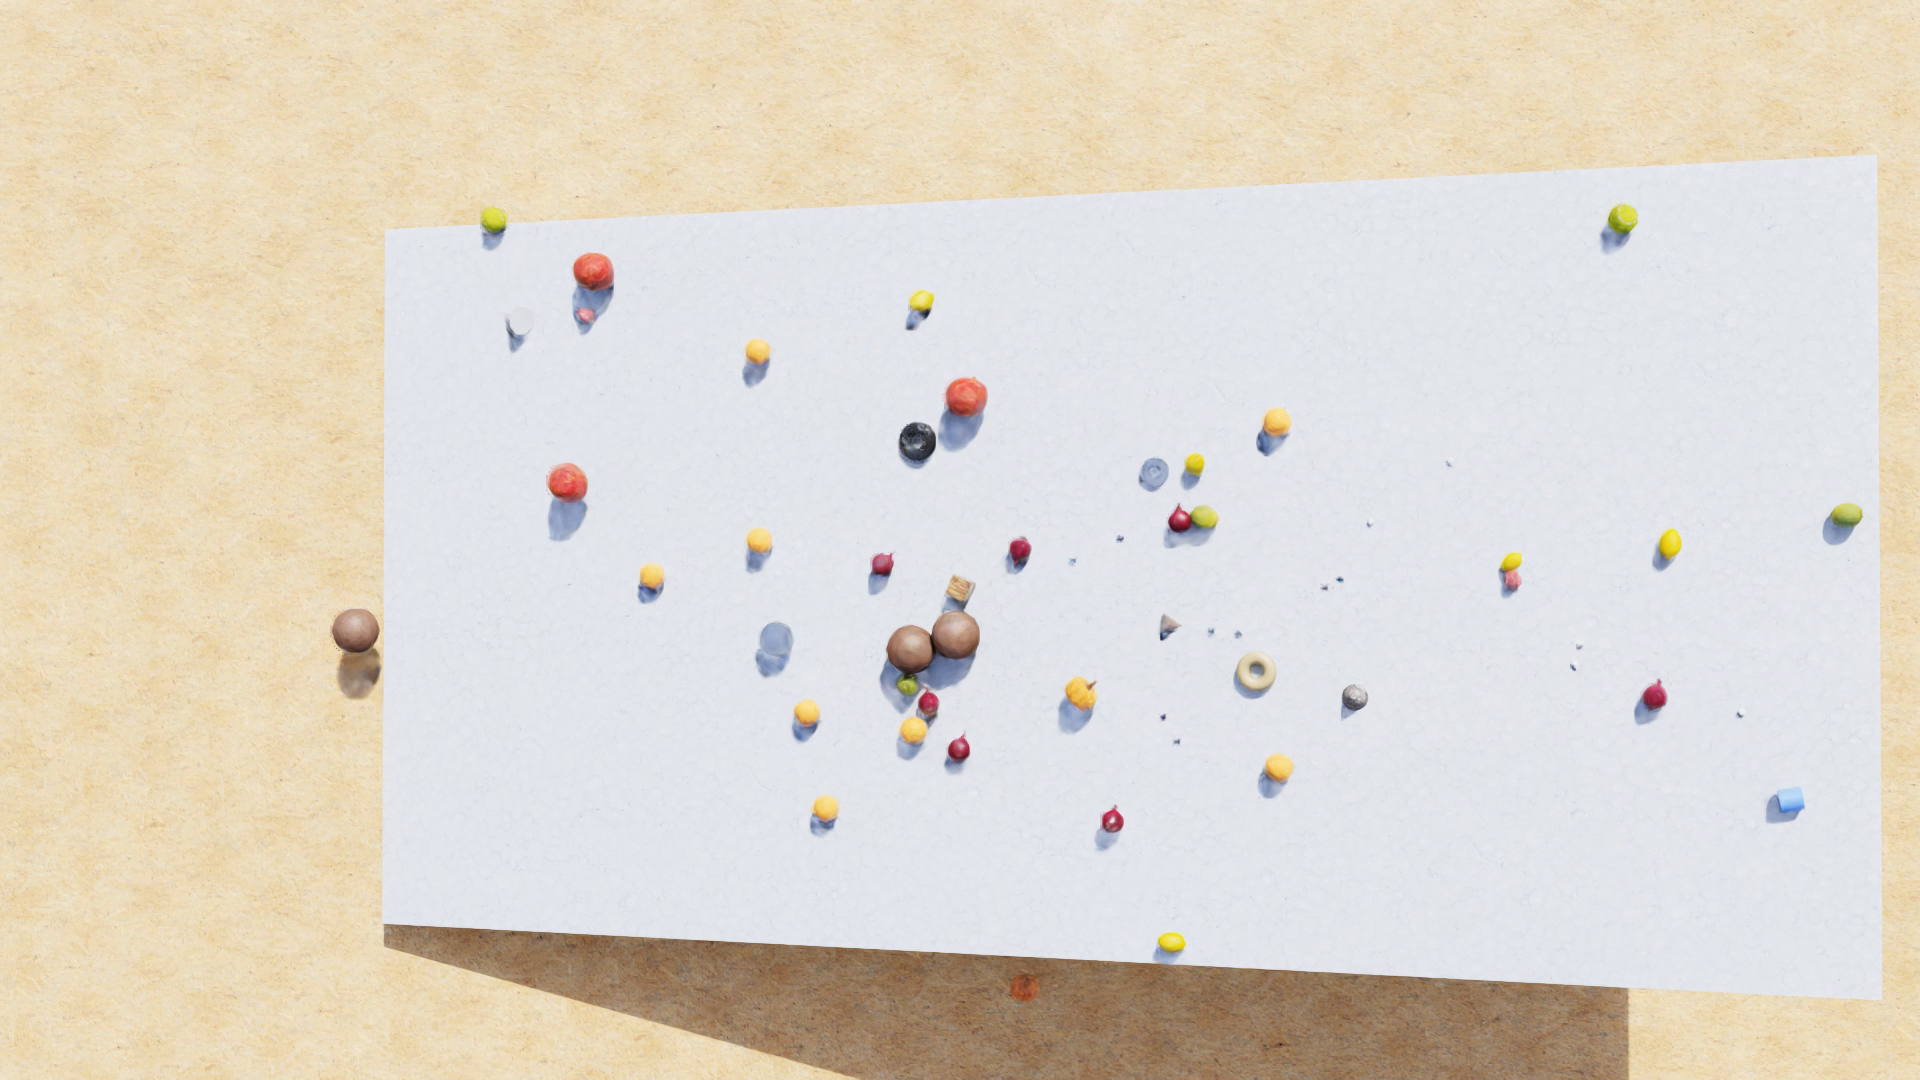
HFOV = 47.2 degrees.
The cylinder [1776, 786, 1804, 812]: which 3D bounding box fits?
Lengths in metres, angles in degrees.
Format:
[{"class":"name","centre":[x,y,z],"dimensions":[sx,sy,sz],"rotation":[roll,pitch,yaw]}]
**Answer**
[{"class":"cylinder","centre":[1.973,0.616,5.223],"dimensions":[0.053,0.053,0.053],"rotation":[-11,89,16]}]

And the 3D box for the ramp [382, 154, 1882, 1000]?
[{"class":"ramp","centre":[0.271,0.095,5.815],"dimensions":[4.000,0.100,2.000],"rotation":[0,89,17]}]

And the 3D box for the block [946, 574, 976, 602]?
[{"class":"block","centre":[0.003,0.127,5.813],"dimensions":[0.055,0.055,0.055],"rotation":[25,96,15]}]

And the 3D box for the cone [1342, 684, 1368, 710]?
[{"class":"cone","centre":[0.986,0.396,5.512],"dimensions":[0.067,0.067,0.067],"rotation":[0,89,17]}]

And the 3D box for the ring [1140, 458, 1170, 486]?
[{"class":"ring","centre":[0.504,-0.177,5.685],"dimensions":[0.076,0.025,0.076],"rotation":[0,90,16]}]

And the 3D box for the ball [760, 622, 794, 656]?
[{"class":"ball","centre":[-0.495,0.267,5.938],"dimensions":[0.094,0.094,0.094],"rotation":[0,89,0]}]

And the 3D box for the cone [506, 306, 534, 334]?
[{"class":"cone","centre":[-1.261,-0.624,6.208],"dimensions":[0.082,0.082,0.082],"rotation":[13,89,43]}]

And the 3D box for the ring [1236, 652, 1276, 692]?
[{"class":"ring","centre":[0.755,0.334,5.598],"dimensions":[0.104,0.035,0.104],"rotation":[0,91,17]}]

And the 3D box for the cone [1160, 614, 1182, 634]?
[{"class":"cone","centre":[0.549,0.218,5.667],"dimensions":[0.052,0.052,0.052],"rotation":[7,89,-10]}]

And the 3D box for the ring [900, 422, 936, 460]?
[{"class":"ring","centre":[-0.113,-0.263,5.864],"dimensions":[0.105,0.035,0.105],"rotation":[0,90,16]}]
